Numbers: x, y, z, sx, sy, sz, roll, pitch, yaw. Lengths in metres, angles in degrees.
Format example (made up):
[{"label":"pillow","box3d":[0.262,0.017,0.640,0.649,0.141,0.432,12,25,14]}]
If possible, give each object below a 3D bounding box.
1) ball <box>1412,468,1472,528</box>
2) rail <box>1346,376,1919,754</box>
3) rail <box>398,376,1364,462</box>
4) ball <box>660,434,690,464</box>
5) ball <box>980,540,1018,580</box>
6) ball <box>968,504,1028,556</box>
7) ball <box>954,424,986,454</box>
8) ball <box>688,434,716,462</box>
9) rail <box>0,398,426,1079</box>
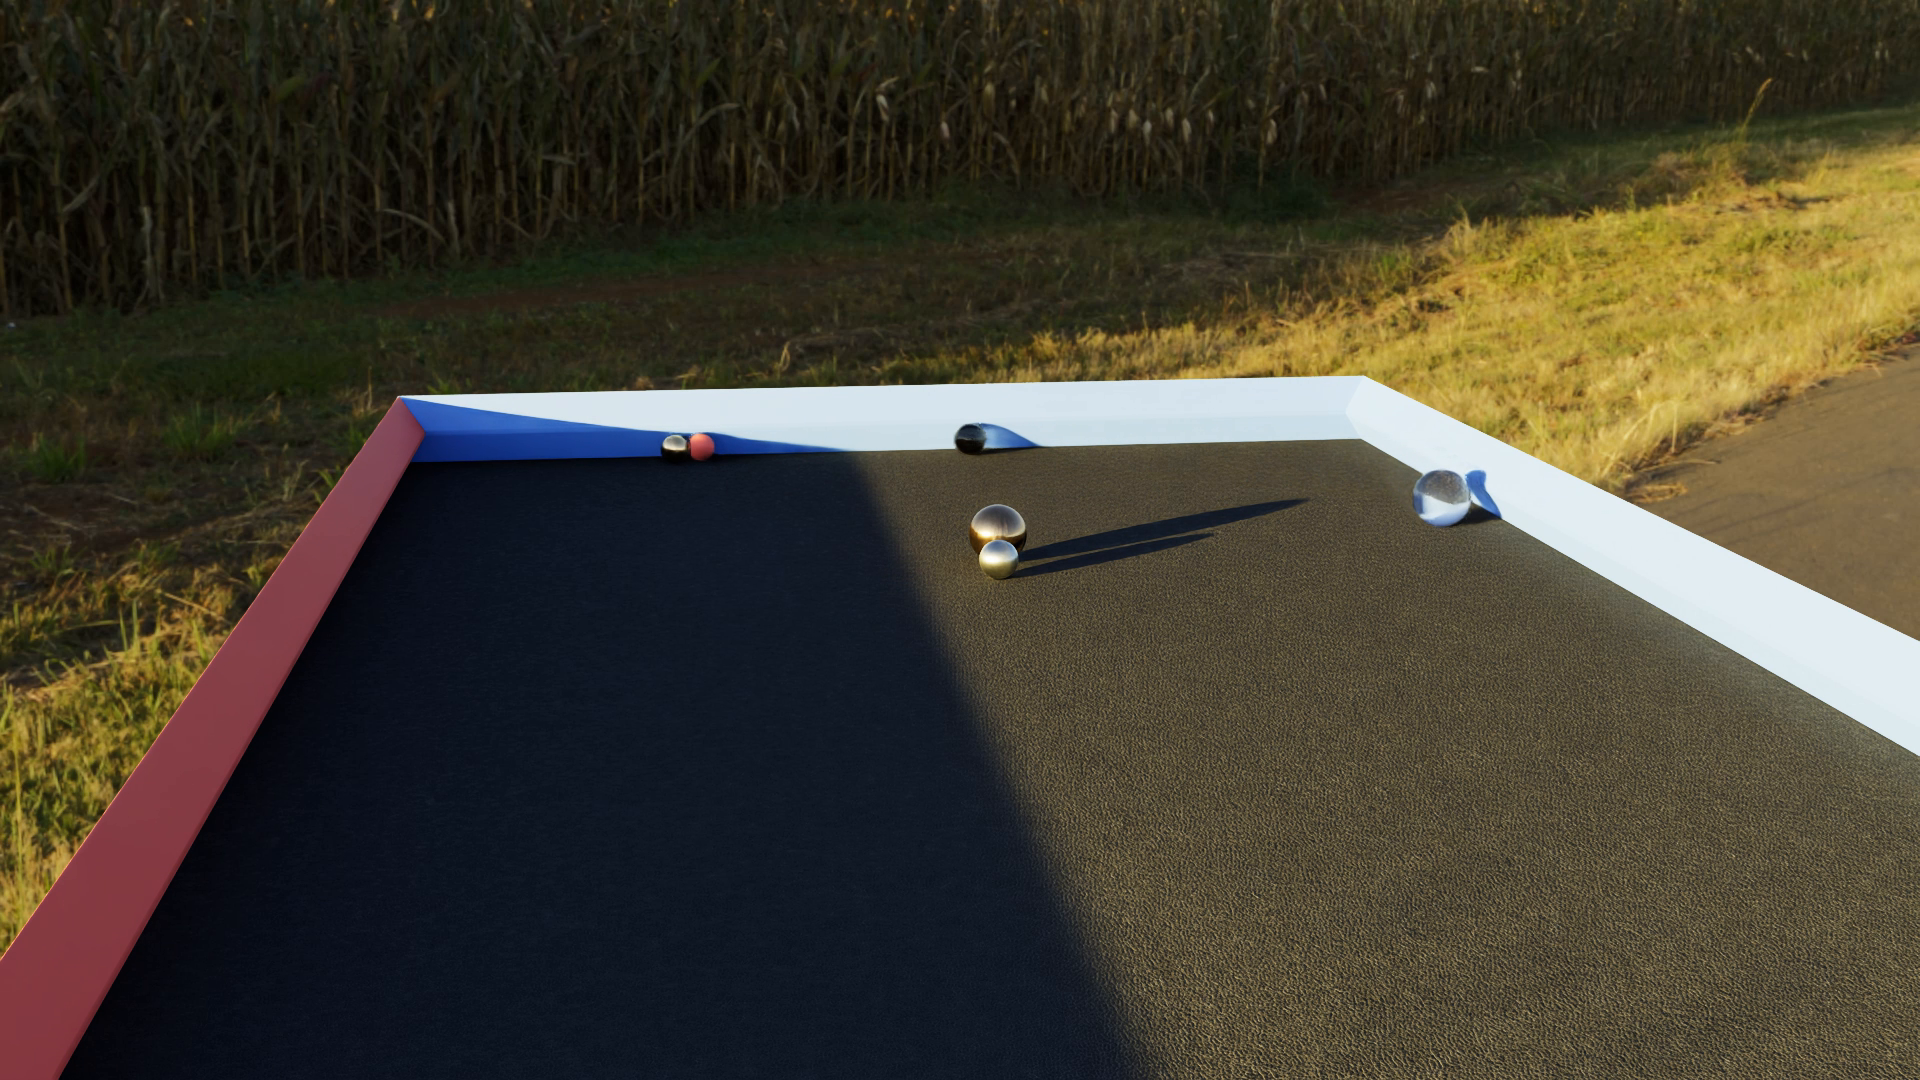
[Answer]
[{"label":"ball","box3d":[0.688,-0.060,3.140,0.084,0.084,0.084,0,13,0]},{"label":"rail","box3d":[0.897,0.128,2.257,0.045,0.109,3.245,-2,13,-8]},{"label":"rail","box3d":[-0.106,-0.202,3.697,1.638,0.109,0.045,-2,13,-8]},{"label":"ball","box3d":[-0.469,-0.150,3.613,0.047,0.047,0.047,0,13,0]},{"label":"ball","box3d":[0.050,0.025,2.842,0.051,0.051,0.051,0,13,0]},{"label":"ball","box3d":[0.050,-0.008,2.927,0.078,0.078,0.078,0,13,0]},{"label":"ball","box3d":[0.017,-0.169,3.684,0.053,0.053,0.053,0,13,0]},{"label":"ball","box3d":[-0.426,-0.153,3.630,0.045,0.045,0.045,0,13,0]},{"label":"rail","box3d":[-0.679,0.176,2.048,0.045,0.109,3.245,-2,13,-8]}]
